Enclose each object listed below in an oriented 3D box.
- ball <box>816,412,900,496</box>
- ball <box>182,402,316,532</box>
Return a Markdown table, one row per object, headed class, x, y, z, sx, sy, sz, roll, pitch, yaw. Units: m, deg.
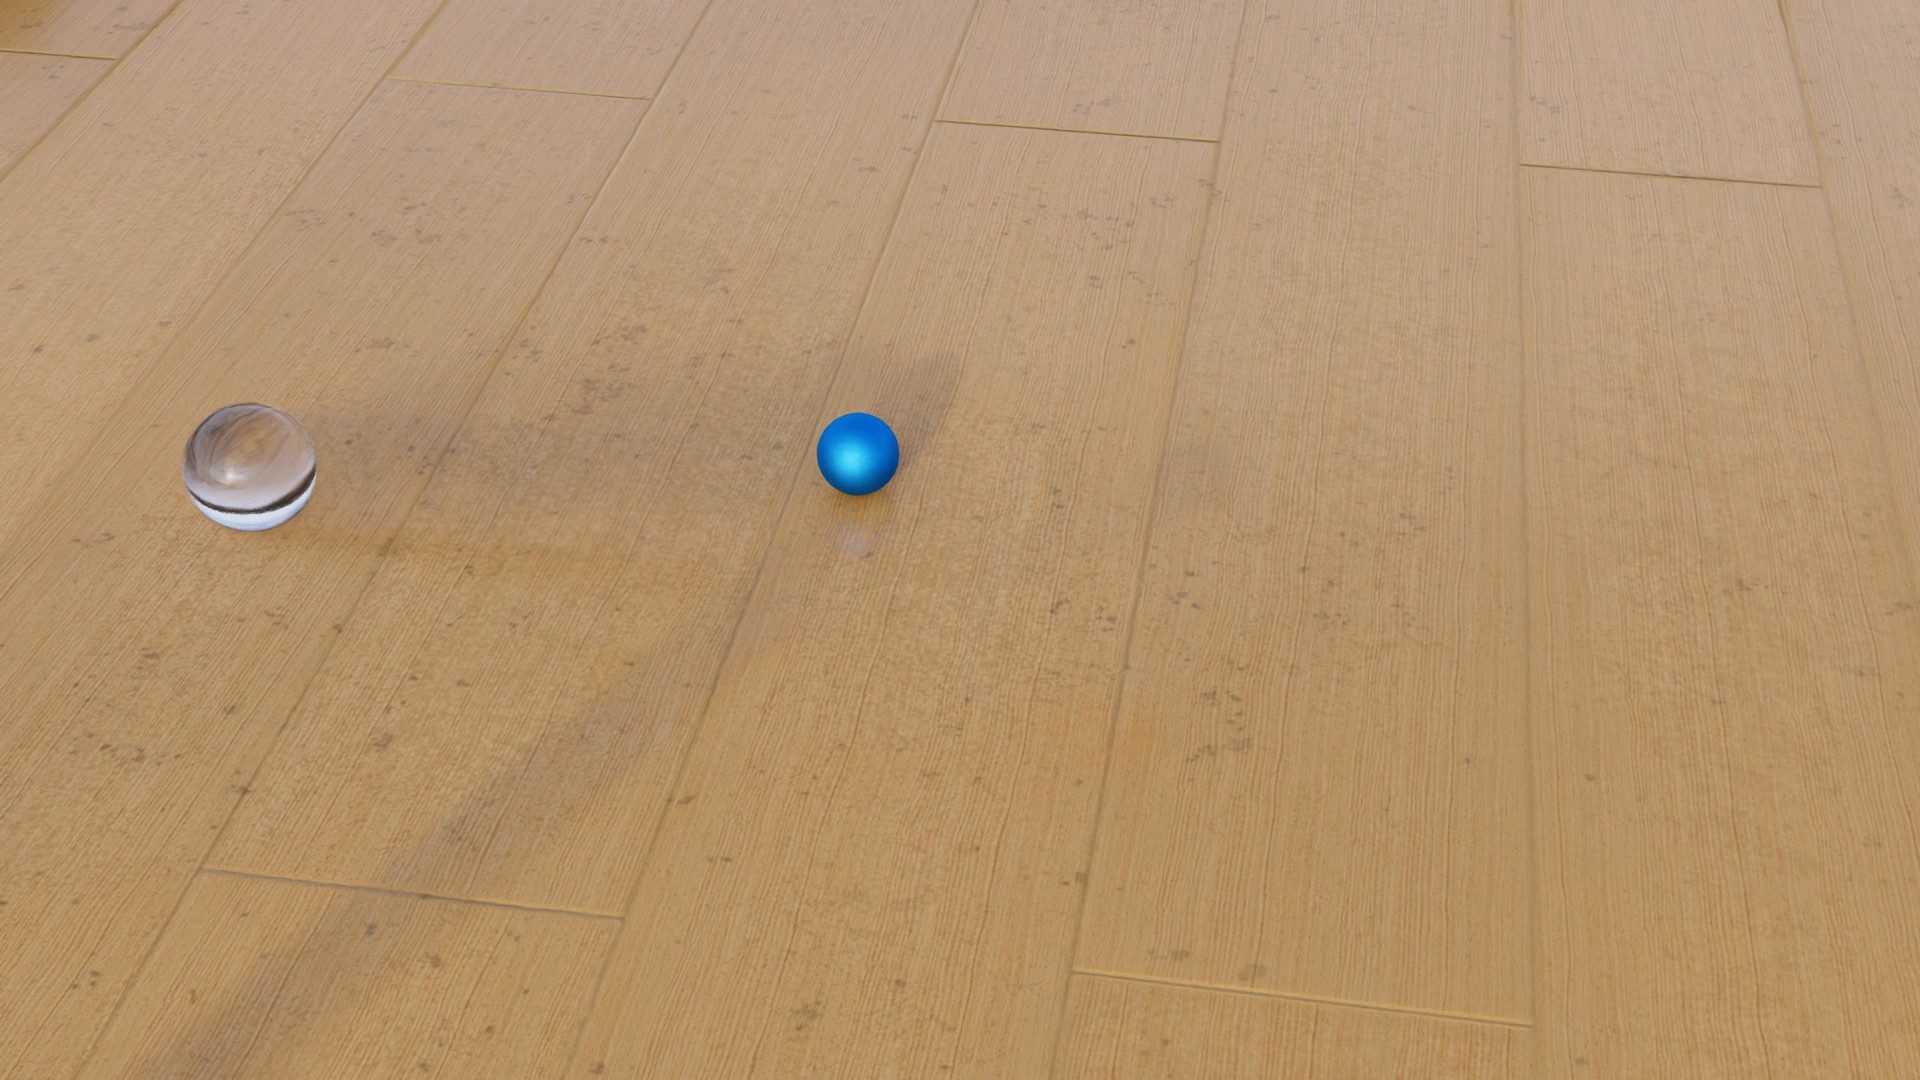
| class | x | y | z | sx | sy | sz | roll | pitch | yaw |
| --- | --- | --- | --- | --- | --- | --- | --- | --- | --- |
| ball | -0.070 | -0.059 | 1.757 | 0.057 | 0.057 | 0.057 | 0 | 36 | 0 |
| ball | -0.475 | -0.049 | 1.717 | 0.087 | 0.087 | 0.087 | 0 | 36 | 0 |
